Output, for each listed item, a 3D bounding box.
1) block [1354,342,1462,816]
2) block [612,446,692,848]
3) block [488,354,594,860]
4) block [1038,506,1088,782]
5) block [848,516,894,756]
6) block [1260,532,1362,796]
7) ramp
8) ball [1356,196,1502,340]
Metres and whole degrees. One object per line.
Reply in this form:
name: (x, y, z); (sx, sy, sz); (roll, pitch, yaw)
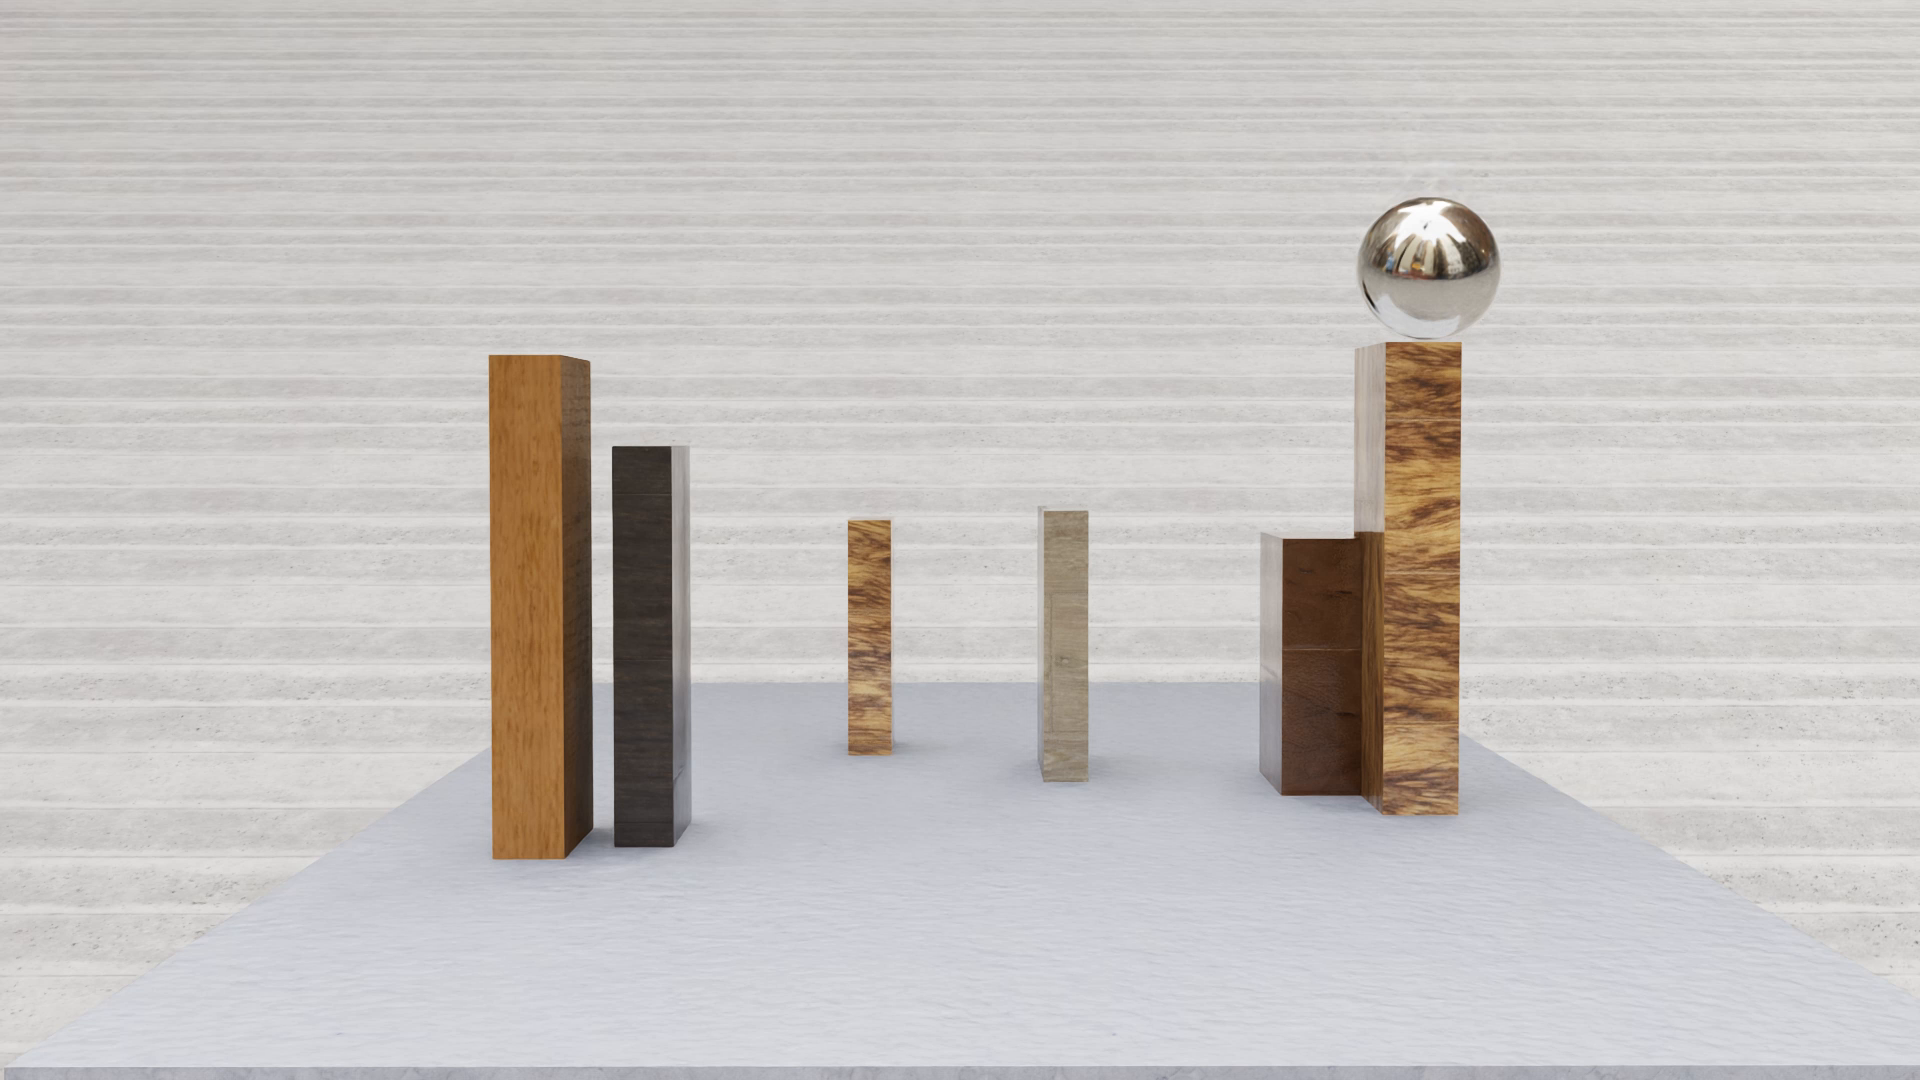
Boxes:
block: (0.756, 0.058, 4.378); (0.124, 0.775, 0.327); (0, 2, 0)
block: (-0.479, 0.157, 4.024); (0.090, 0.607, 0.271); (0, 2, 0)
block: (-0.636, 0.094, 3.928); (0.106, 0.741, 0.305); (0, 2, 0)
block: (0.190, 0.185, 4.802); (0.080, 0.489, 0.352); (0, 2, 0)
block: (-0.176, 0.186, 5.148); (0.084, 0.459, 0.255); (0, 2, 0)
block: (0.630, 0.214, 4.612); (0.148, 0.446, 0.326); (0, 2, 0)
ramp: (0.054, 0.490, 4.542); (2.000, 0.100, 4.000); (0, 2, 0)
ball: (0.450, -0.261, 2.474); (0.137, 0.137, 0.137); (0, 24, 0)
